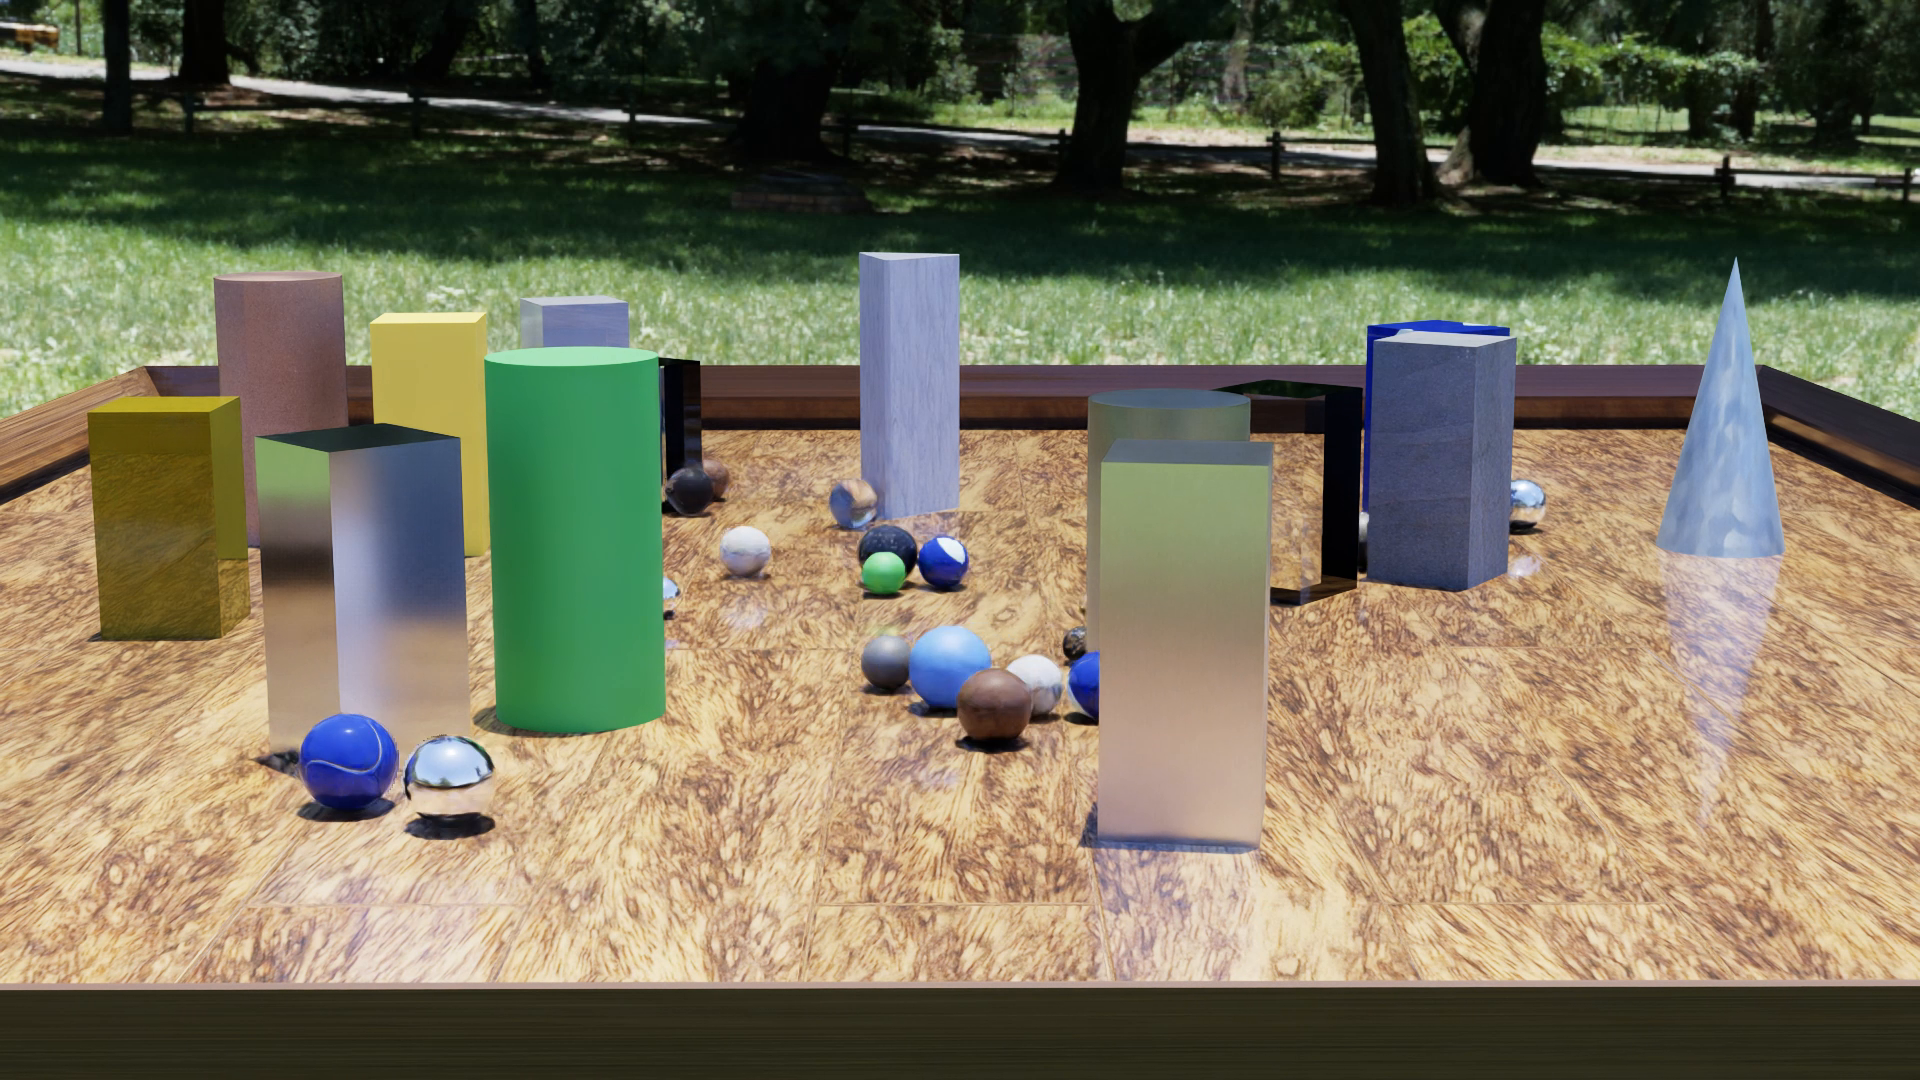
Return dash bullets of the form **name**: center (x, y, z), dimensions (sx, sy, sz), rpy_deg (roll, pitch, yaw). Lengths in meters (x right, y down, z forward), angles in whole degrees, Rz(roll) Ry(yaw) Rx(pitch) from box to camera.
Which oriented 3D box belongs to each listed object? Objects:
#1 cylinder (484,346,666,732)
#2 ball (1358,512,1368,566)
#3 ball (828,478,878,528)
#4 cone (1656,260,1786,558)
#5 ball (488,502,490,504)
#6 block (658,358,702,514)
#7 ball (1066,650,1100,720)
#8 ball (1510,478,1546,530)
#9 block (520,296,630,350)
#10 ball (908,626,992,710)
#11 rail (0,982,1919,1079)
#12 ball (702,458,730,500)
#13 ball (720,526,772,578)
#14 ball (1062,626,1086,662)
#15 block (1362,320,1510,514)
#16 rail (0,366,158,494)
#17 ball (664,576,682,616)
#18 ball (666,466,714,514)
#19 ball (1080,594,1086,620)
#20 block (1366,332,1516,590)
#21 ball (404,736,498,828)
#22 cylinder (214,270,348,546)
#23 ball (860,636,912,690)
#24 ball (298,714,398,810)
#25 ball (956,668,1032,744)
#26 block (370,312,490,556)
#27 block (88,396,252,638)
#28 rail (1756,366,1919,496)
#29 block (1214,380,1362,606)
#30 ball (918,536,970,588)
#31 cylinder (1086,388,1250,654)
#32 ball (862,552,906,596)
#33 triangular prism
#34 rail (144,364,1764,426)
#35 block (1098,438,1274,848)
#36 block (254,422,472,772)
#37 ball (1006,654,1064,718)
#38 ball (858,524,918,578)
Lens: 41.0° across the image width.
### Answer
- **cylinder**: center (-0.431, -0.005, 2.882), dimensions (0.191, 0.406, 0.191), rpy_deg (0, 11, 0)
- **ball**: center (0.585, 0.000, 3.742), dimensions (0.080, 0.080, 0.080), rpy_deg (0, 11, 0)
- **ball**: center (-0.169, -0.059, 4.070), dimensions (0.078, 0.078, 0.078), rpy_deg (0, 11, 0)
- **cone**: center (1.160, -0.208, 3.875), dimensions (0.191, 0.442, 0.191), rpy_deg (0, 11, 0)
- **ball**: center (-0.685, -0.059, 3.929), dimensions (0.072, 0.072, 0.072), rpy_deg (0, 11, 0)
- **block**: center (-0.535, -0.173, 4.234), dimensions (0.153, 0.242, 0.153), rpy_deg (8, 13, 35)
- **ball**: center (0.158, 0.163, 2.882), dimensions (0.077, 0.077, 0.077), rpy_deg (0, 11, 0)
- **ball**: center (0.883, -0.056, 4.043), dimensions (0.081, 0.081, 0.081), rpy_deg (0, 11, 0)
- **block**: center (-0.676, -0.264, 4.520), dimensions (0.153, 0.317, 0.153), rpy_deg (-5, 11, -23)
- **ball**: center (-0.012, 0.145, 2.925), dimensions (0.096, 0.096, 0.096), rpy_deg (0, 11, 0)
- **rail**: center (0.010, 0.351, 1.734), dimensions (3.270, 0.124, 0.045), rpy_deg (0, 11, 0)
- **ball**: center (-0.424, -0.102, 4.325), dimensions (0.070, 0.070, 0.070), rpy_deg (0, 11, 0)
- **ball**: center (-0.307, 0.017, 3.675), dimensions (0.074, 0.074, 0.074), rpy_deg (0, 11, 0)
- **ball**: center (0.148, 0.129, 3.148), dimensions (0.046, 0.046, 0.046), rpy_deg (0, 11, 0)
- **block**: center (0.738, -0.169, 3.988), dimensions (0.153, 0.325, 0.153), rpy_deg (-8, 13, -35)
- **rail**: center (-1.611, 0.034, 3.440), dimensions (0.045, 0.124, 3.536), rpy_deg (0, 11, 0)
- **ball**: center (-0.398, 0.075, 3.415), dimensions (0.054, 0.054, 0.054), rpy_deg (0, 11, 0)
- **ball**: center (-0.441, -0.081, 4.183), dimensions (0.078, 0.078, 0.078), rpy_deg (0, 11, 0)
- **ball**: center (0.179, 0.088, 3.373), dimensions (0.045, 0.045, 0.045), rpy_deg (0, 11, 0)
- **block**: center (0.688, -0.117, 3.663), dimensions (0.153, 0.341, 0.153), rpy_deg (7, 13, 32)
- **ball**: center (-0.491, 0.233, 2.474), dimensions (0.089, 0.089, 0.089), rpy_deg (0, 11, 0)
- **cylinder**: center (-1.046, -0.207, 3.974), dimensions (0.191, 0.404, 0.191), rpy_deg (0, 11, 0)
- **ball**: center (-0.085, 0.144, 3.017), dimensions (0.064, 0.064, 0.064), rpy_deg (0, 11, 0)
- **ball**: center (-0.604, 0.219, 2.531), dimensions (0.095, 0.095, 0.095), rpy_deg (0, 11, 0)
- **ball**: center (0.037, 0.180, 2.776), dimensions (0.083, 0.083, 0.083), rpy_deg (0, 11, 0)
- **block**: center (-0.795, -0.161, 3.876), dimensions (0.153, 0.350, 0.153), rpy_deg (-1, 11, -4)
- **block**: center (-1.025, -0.031, 3.336), dimensions (0.153, 0.292, 0.153), rpy_deg (0, 11, -1)
- **rail**: center (1.611, 0.030, 3.458), dimensions (0.045, 0.124, 3.536), rpy_deg (0, 11, 0)
- **block**: center (0.450, -0.069, 3.564), dimensions (0.153, 0.283, 0.153), rpy_deg (8, 13, 38)
- **ball**: center (-0.023, 0.031, 3.599), dimensions (0.073, 0.073, 0.073), rpy_deg (0, 11, 0)
- **cylinder**: center (0.247, -0.002, 3.056), dimensions (0.191, 0.336, 0.191), rpy_deg (0, 11, 0)
- **ball**: center (-0.105, 0.046, 3.549), dimensions (0.062, 0.062, 0.062), rpy_deg (0, 11, 0)
- **triangular prism**: center (-0.111, -0.258, 4.210), dimensions (0.144, 0.418, 0.166), rpy_deg (10, 14, 43)
- **rail**: center (-0.010, -0.287, 5.164), dimensions (3.270, 0.124, 0.045), rpy_deg (0, 11, 0)
- **block**: center (0.217, 0.095, 2.462), dimensions (0.153, 0.363, 0.153), rpy_deg (2, 11, 8)
- **block**: center (-0.627, 0.061, 2.702), dimensions (0.153, 0.342, 0.153), rpy_deg (-10, 14, -42)
- **ball**: center (0.082, 0.164, 2.889), dimensions (0.071, 0.071, 0.071), rpy_deg (0, 11, 0)
- **ball**: center (-0.102, 0.021, 3.618), dimensions (0.086, 0.086, 0.086), rpy_deg (0, 11, 0)
